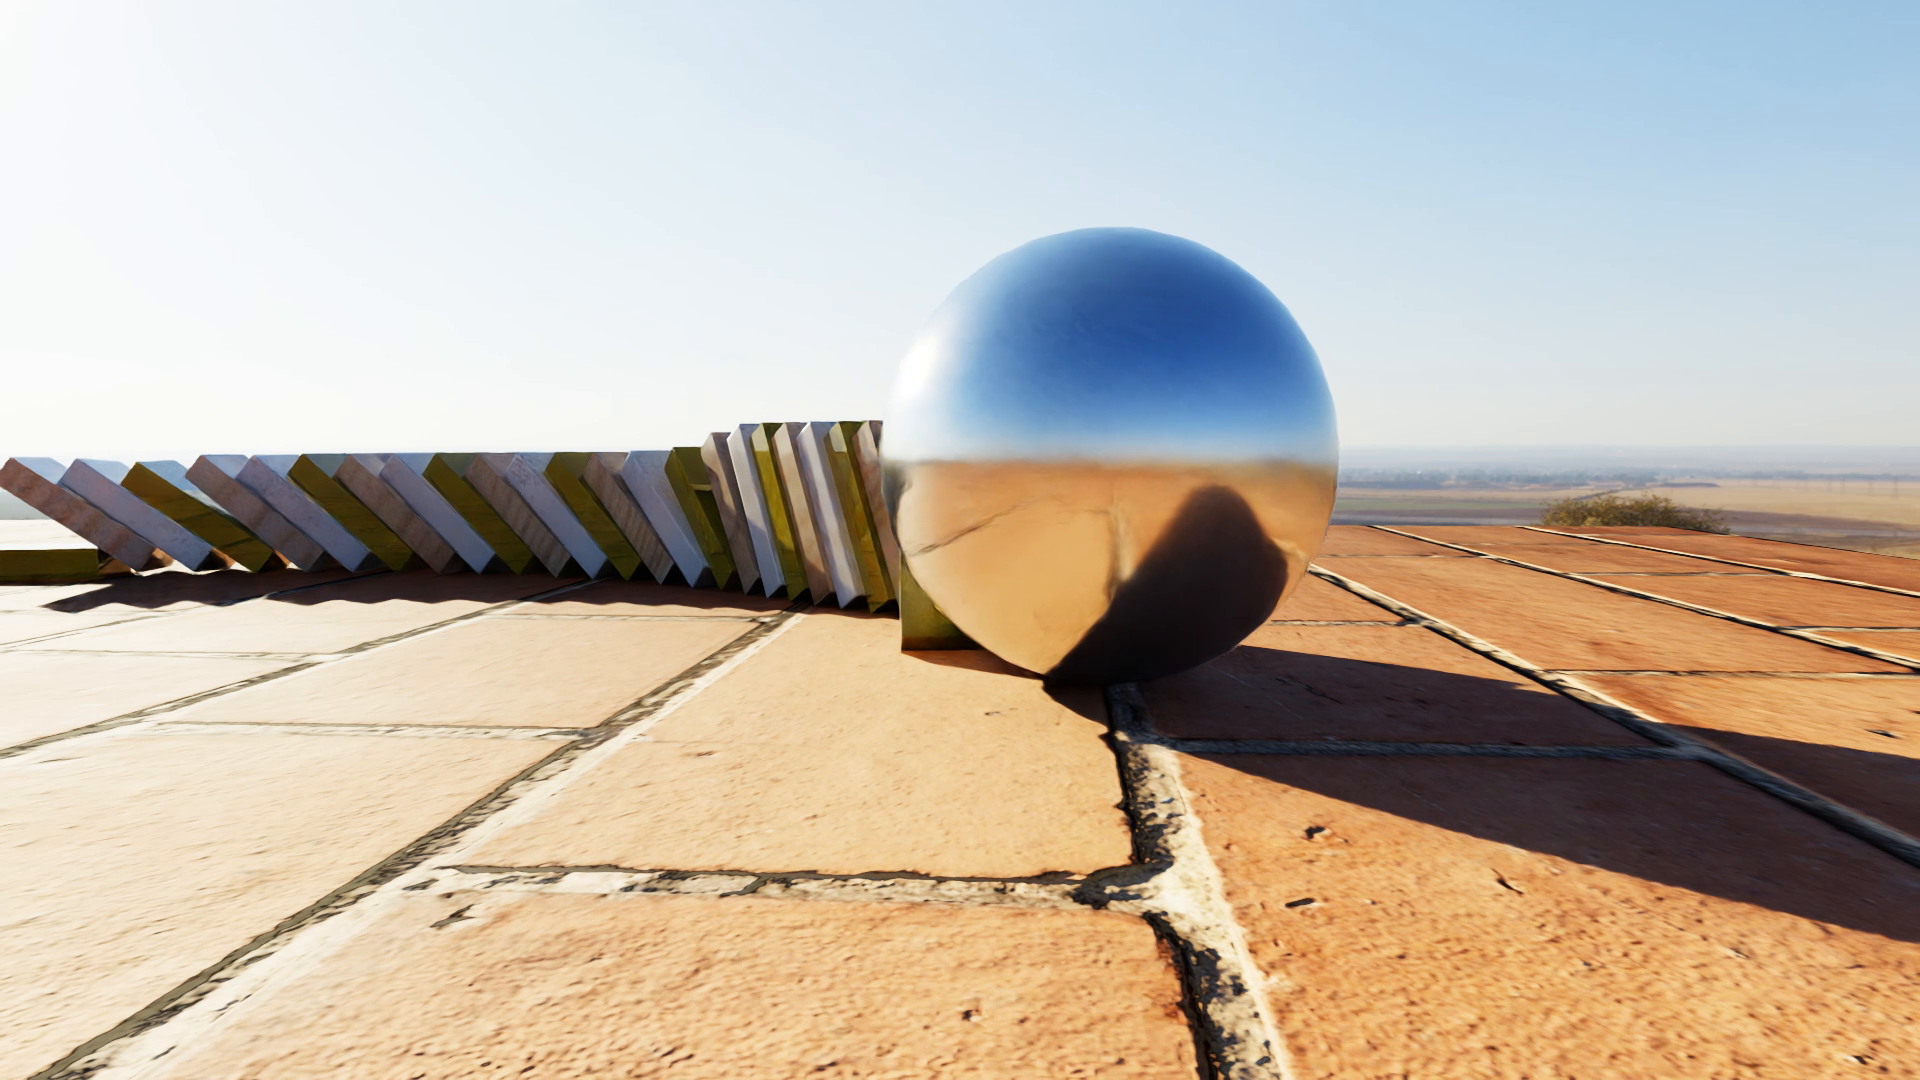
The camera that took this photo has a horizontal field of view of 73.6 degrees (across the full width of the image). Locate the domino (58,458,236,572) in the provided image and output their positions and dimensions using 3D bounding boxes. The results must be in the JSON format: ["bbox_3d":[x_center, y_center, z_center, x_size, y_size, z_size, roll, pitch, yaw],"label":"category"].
[{"bbox_3d":[-0.265,-0.008,0.423,0.050,0.010,0.025,36,-2,-6],"label":"domino"}]

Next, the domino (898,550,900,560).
[{"bbox_3d":[-0.001,-0.003,0.280,0.025,0.050,0.010,0,-22,-4],"label":"domino"}]

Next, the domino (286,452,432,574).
[{"bbox_3d":[-0.199,-0.010,0.434,0.050,0.009,0.025,41,8,3],"label":"domino"}]

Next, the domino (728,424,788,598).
[{"bbox_3d":[-0.047,-0.009,0.364,0.025,0.050,0.009,-3,-24,-35],"label":"domino"}]

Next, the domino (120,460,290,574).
[{"bbox_3d":[-0.248,-0.008,0.427,0.050,0.009,0.025,36,0,-8],"label":"domino"}]

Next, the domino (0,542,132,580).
[{"bbox_3d":[-0.300,0.007,0.414,0.050,0.010,0.025,-1,4,-12],"label":"domino"}]

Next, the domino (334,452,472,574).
[{"bbox_3d":[-0.183,-0.010,0.433,0.050,0.010,0.025,41,12,7],"label":"domino"}]

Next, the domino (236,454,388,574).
[{"bbox_3d":[-0.215,-0.009,0.434,0.050,0.010,0.025,40,6,0],"label":"domino"}]

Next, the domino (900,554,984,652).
[{"bbox_3d":[0.000,-0.002,0.269,0.025,0.050,0.009,0,-22,-4],"label":"domino"}]

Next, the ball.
[{"bbox_3d":[0.026,-0.015,0.228,0.080,0.080,0.080,0,4,0],"label":"ball"}]

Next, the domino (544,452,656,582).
[{"bbox_3d":[-0.109,-0.008,0.411,0.050,0.010,0.025,47,26,21],"label":"domino"}]

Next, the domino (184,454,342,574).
[{"bbox_3d":[-0.231,-0.009,0.432,0.050,0.009,0.025,39,3,-3],"label":"domino"}]

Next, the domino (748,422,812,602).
[{"bbox_3d":[-0.040,-0.008,0.356,0.025,0.050,0.009,-3,-23,-35],"label":"domino"}]

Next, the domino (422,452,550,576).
[{"bbox_3d":[-0.152,-0.009,0.428,0.050,0.010,0.025,43,17,13],"label":"domino"}]

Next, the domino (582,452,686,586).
[{"bbox_3d":[-0.095,-0.008,0.404,0.025,0.009,0.050,-5,48,-52],"label":"domino"}]

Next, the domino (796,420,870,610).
[{"bbox_3d":[-0.025,-0.007,0.340,0.025,0.050,0.010,-3,-23,-35],"label":"domino"}]

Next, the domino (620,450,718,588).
[{"bbox_3d":[-0.082,-0.007,0.395,0.025,0.009,0.050,-5,48,-47],"label":"domino"}]

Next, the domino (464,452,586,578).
[{"bbox_3d":[-0.137,-0.009,0.423,0.050,0.009,0.025,44,20,16],"label":"domino"}]

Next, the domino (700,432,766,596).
[{"bbox_3d":[-0.056,-0.009,0.375,0.025,0.050,0.010,-3,-31,-35],"label":"domino"}]

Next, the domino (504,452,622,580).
[{"bbox_3d":[-0.123,-0.009,0.418,0.050,0.010,0.025,46,23,18],"label":"domino"}]

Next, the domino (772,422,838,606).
[{"bbox_3d":[-0.032,-0.008,0.348,0.025,0.050,0.009,-3,-23,-35],"label":"domino"}]

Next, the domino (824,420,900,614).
[{"bbox_3d":[-0.017,-0.007,0.333,0.025,0.050,0.010,-3,-23,-35],"label":"domino"}]

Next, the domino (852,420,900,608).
[{"bbox_3d":[-0.008,-0.006,0.325,0.025,0.050,0.010,-3,-23,-35],"label":"domino"}]

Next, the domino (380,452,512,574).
[{"bbox_3d":[-0.168,-0.010,0.431,0.050,0.010,0.025,42,14,10],"label":"domino"}]

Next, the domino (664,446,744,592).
[{"bbox_3d":[-0.068,-0.007,0.386,0.025,0.010,0.050,-3,50,-39],"label":"domino"}]

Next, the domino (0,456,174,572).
[{"bbox_3d":[-0.282,-0.009,0.418,0.050,0.009,0.025,36,-4,-11],"label":"domino"}]
